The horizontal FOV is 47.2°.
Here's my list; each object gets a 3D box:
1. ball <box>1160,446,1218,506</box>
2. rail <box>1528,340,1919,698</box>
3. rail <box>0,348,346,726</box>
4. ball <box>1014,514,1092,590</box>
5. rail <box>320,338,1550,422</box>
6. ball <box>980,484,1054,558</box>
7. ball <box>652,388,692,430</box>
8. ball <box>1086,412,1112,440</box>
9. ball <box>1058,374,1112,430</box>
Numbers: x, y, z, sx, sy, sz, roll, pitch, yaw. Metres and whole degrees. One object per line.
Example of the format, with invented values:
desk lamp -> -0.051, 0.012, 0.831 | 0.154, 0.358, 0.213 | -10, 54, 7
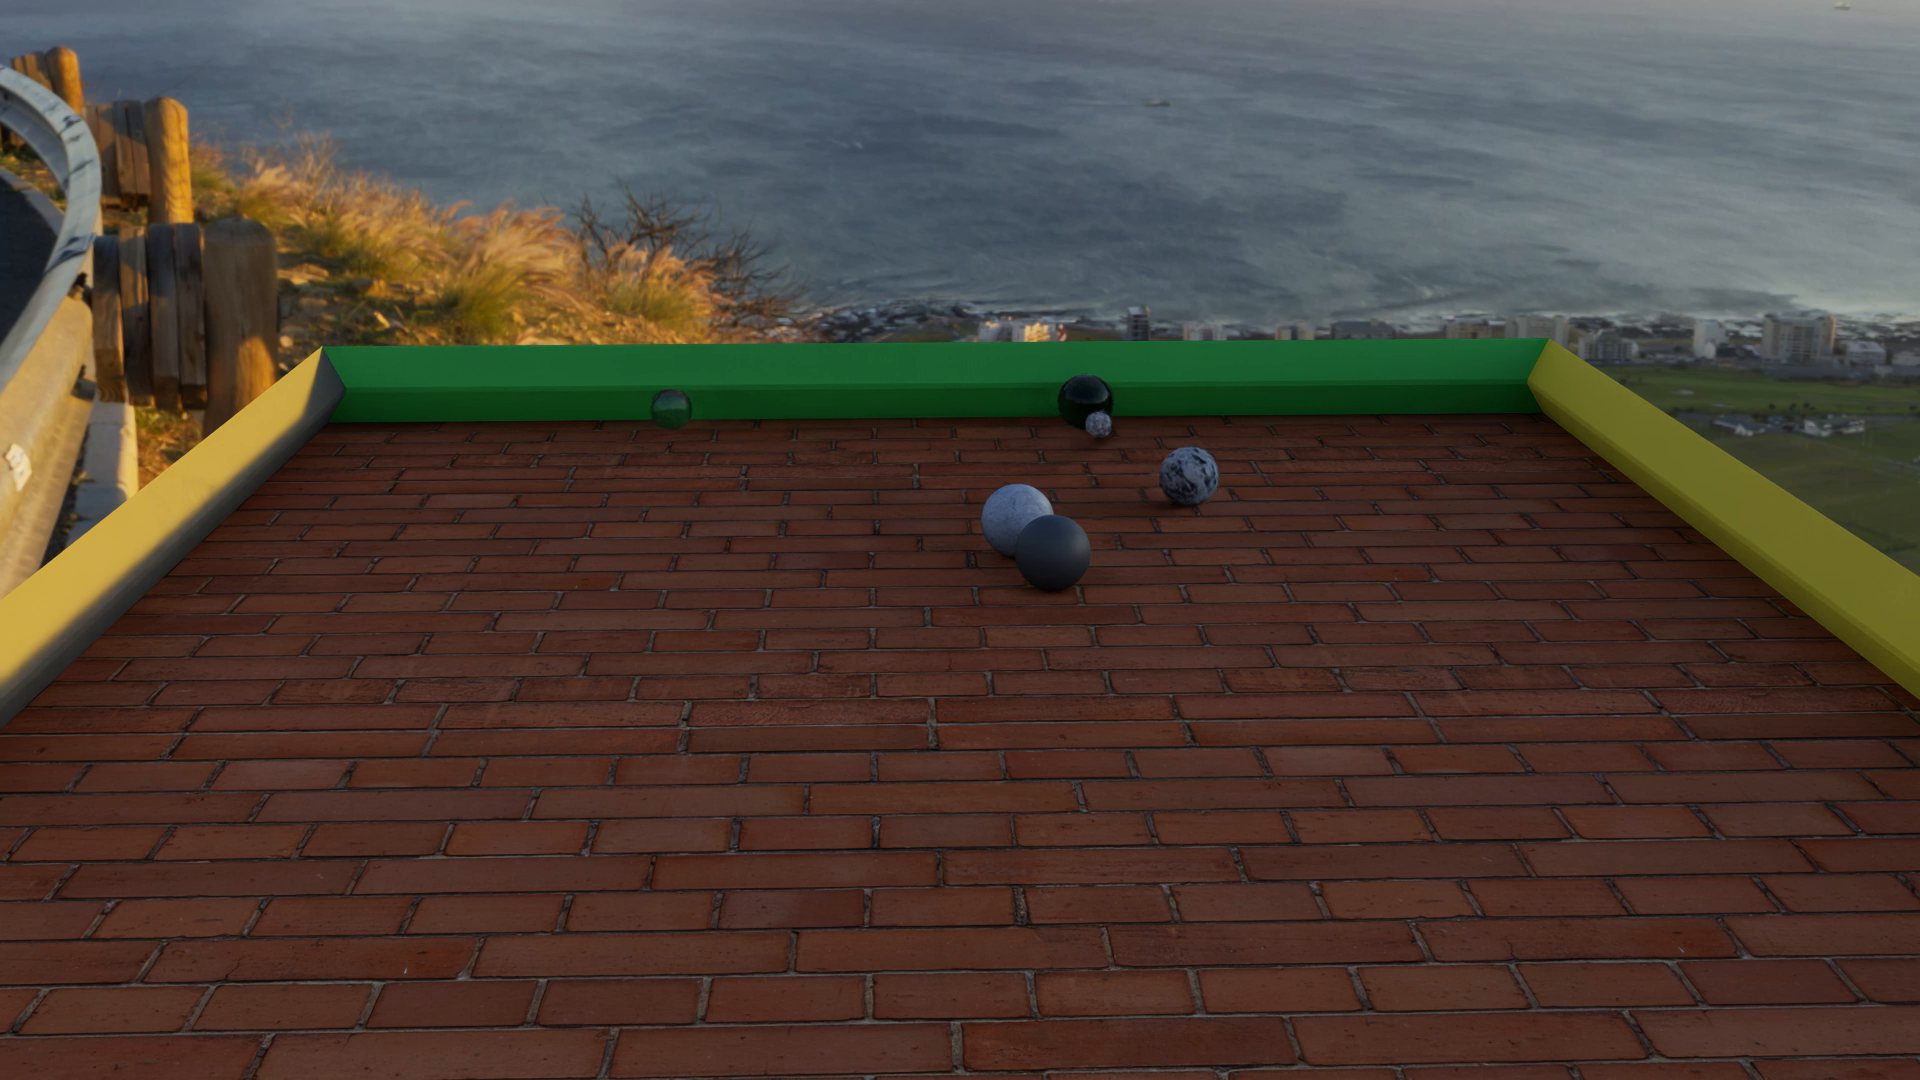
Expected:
ball -> 0.314, -0.088, 3.017 | 0.081, 0.081, 0.081 | 0, 16, 0
rail -> 0.988, 0.202, 1.938 | 0.045, 0.121, 3.382 | -1, 16, -2
rail -> -0.928, 0.221, 1.873 | 0.045, 0.121, 3.382 | -1, 16, -2
ball -> 0.111, 0.015, 2.642 | 0.092, 0.092, 0.092 | 0, 16, 0
rail -> -0.029, -0.251, 3.507 | 1.965, 0.121, 0.045 | -1, 16, -2
ball -> 0.073, -0.024, 2.777 | 0.093, 0.093, 0.093 | 0, 16, 0
ball -> -0.453, -0.206, 3.460 | 0.064, 0.064, 0.064 | 0, 16, 0
ball -> 0.214, -0.177, 3.398 | 0.042, 0.042, 0.042 | 0, 16, 0
ball -> 0.197, -0.217, 3.456 | 0.086, 0.086, 0.086 | 0, 16, 0
